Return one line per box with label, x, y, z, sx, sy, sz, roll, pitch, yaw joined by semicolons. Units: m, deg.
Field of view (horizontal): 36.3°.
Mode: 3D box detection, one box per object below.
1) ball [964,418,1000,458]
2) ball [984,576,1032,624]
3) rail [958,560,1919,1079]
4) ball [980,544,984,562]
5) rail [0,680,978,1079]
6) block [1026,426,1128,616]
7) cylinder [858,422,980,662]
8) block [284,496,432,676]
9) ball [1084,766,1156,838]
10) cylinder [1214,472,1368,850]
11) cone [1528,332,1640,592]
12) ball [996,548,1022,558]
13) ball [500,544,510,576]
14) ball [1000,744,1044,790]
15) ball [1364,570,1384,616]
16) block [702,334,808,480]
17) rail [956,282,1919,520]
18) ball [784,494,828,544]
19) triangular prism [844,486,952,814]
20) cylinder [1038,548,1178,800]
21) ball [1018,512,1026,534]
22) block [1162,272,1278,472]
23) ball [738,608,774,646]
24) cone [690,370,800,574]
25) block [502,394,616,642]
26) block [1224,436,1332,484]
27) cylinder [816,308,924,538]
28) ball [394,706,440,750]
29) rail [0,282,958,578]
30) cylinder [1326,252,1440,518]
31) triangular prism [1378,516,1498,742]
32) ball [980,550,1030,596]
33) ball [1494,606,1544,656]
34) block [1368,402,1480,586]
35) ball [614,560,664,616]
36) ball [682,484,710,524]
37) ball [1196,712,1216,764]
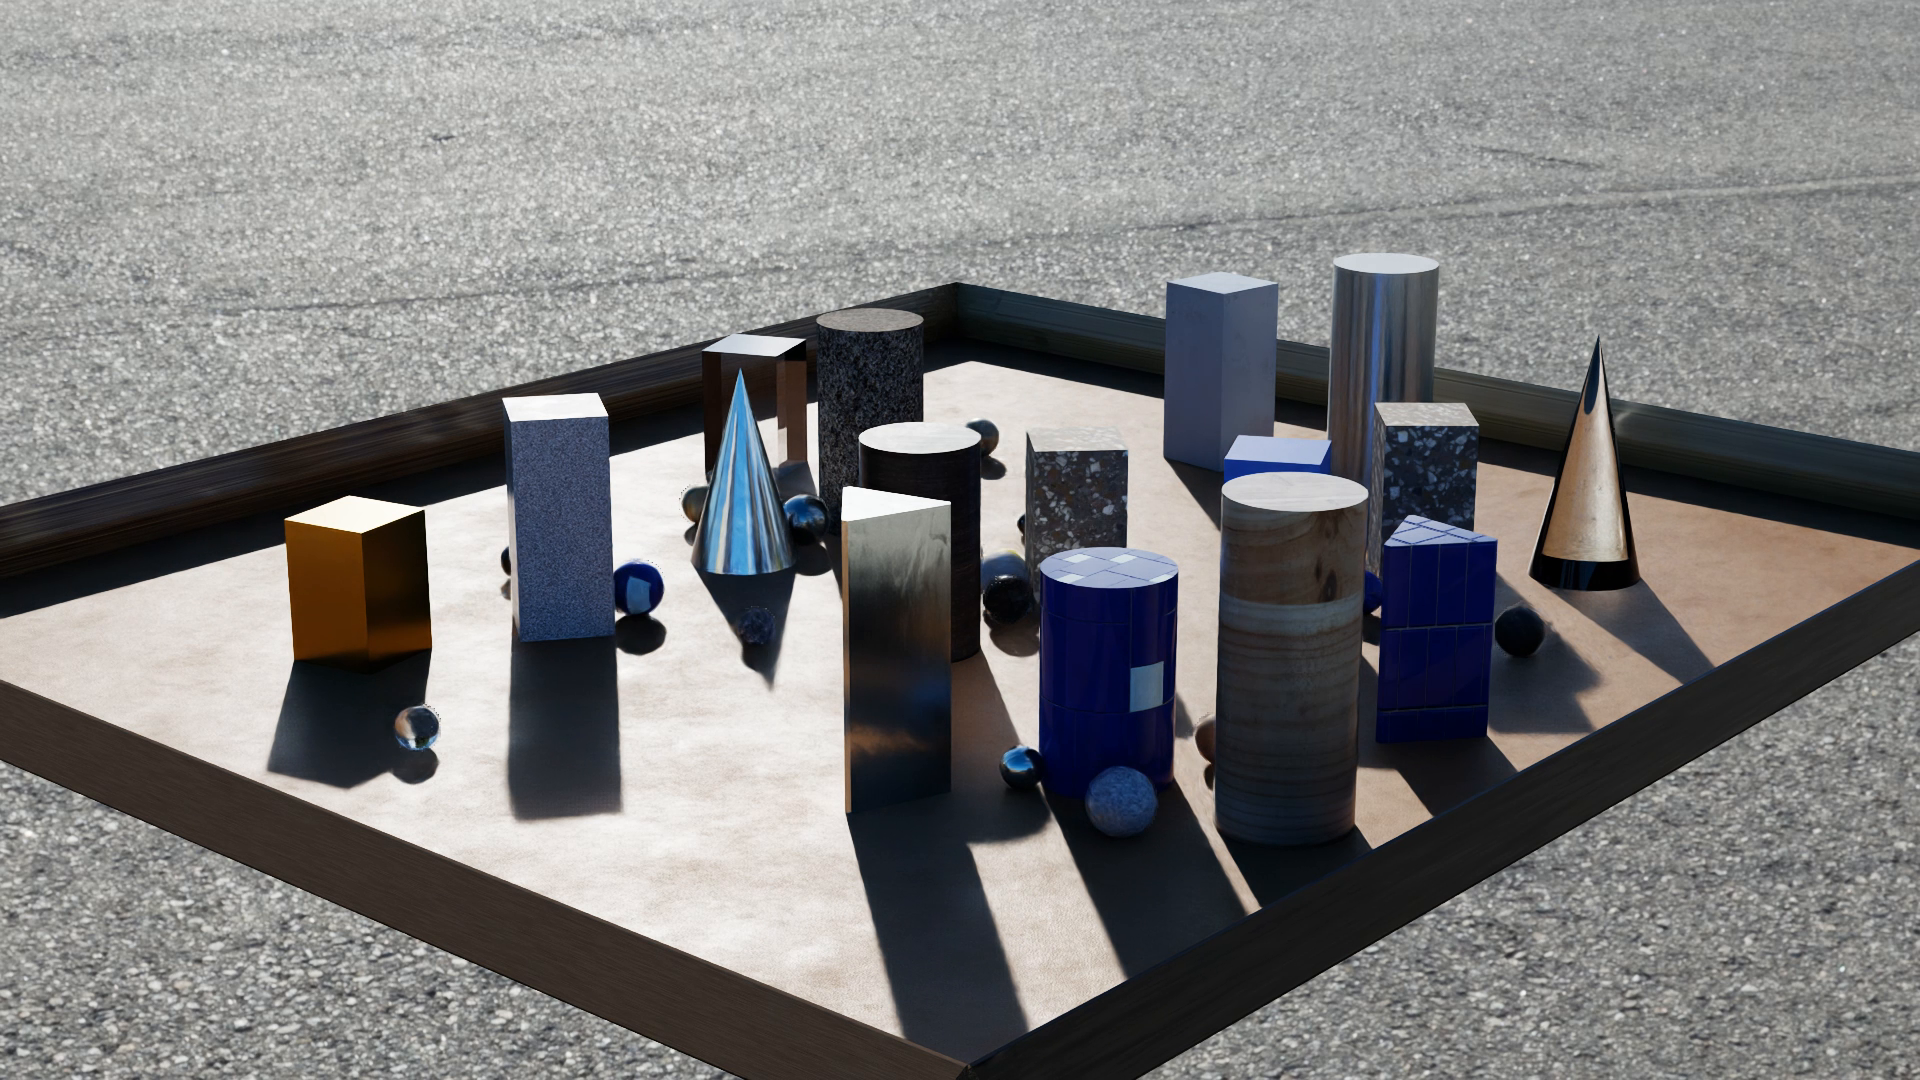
ball;0.040;-0.210;6.011;0.082;0.082;0.082;0;17;0
ball;0.081;0.101;4.977;0.082;0.082;0.082;0;17;0
rail;1.004;0.284;4.285;0.045;0.129;3.092;14;22;39
ball;0.005;0.027;5.234;0.076;0.076;0.076;0;17;0
rail;-0.998;0.364;4.019;2.708;0.129;0.045;14;22;39
block;0.200;-0.035;5.067;0.159;0.291;0.159;-1;17;-4
cylinder;-0.065;0.005;4.816;0.199;0.359;0.199;0;17;0
block;-0.983;0.073;4.798;0.159;0.240;0.159;9;19;28
ball;0.223;0.364;4.075;0.099;0.099;0.099;0;17;0
cylinder;0.456;0.166;4.063;0.199;0.485;0.199;0;17;0
cone;1.117;-0.150;5.187;0.199;0.442;0.199;0;17;0
ball;0.080;0.049;5.173;0.069;0.069;0.069;0;17;0
ball;-0.784;0.036;5.219;0.067;0.067;0.067;0;17;0
ball;0.089;0.329;4.251;0.064;0.064;0.064;0;17;0
ball;0.686;0.091;5.018;0.079;0.079;0.079;0;17;0
block;-0.412;-0.269;5.905;0.159;0.255;0.159;6;18;18
rail;0.998;-0.299;6.220;2.708;0.129;0.045;14;22;39
ball;-0.289;-0.038;5.420;0.093;0.093;0.093;0;17;0
triangular prism;-0.124;0.150;4.206;0.172;0.433;0.149;-10;19;-30
cylinder;0.214;0.193;4.255;0.199;0.322;0.199;0;17;0
ball;0.129;-0.030;5.479;0.043;0.043;0.043;0;17;0
block;0.529;-0.344;5.964;0.159;0.366;0.159;-14;22;-40
ball;-0.338;0.145;4.866;0.062;0.062;0.062;0;17;0
cone;-0.393;-0.138;5.292;0.199;0.358;0.199;0;17;0
block;-0.673;-0.039;4.926;0.159;0.380;0.159;-4;17;-13
block;0.535;-0.009;4.966;0.159;0.299;0.159;4;17;13
cylinder;-0.167;-0.219;5.495;0.199;0.396;0.199;0;17;0
ball;-0.815;0.282;4.401;0.068;0.068;0.068;0;17;0
rail;-1.004;-0.219;5.955;0.045;0.129;3.092;14;22;39
cylinder;0.806;-0.297;5.617;0.199;0.475;0.199;0;17;0
triangular prism;0.705;0.132;4.476;0.172;0.312;0.149;-3;17;-9
ball;0.075;0.065;5.077;0.093;0.093;0.093;0;17;0
ball;0.919;0.150;4.815;0.081;0.081;0.081;0;17;0
block;0.809;-0.068;5.134;0.159;0.315;0.159;0;17;1
ball;-0.553;0.083;5.013;0.096;0.096;0.096;0;17;0
ball;-0.487;-0.068;5.544;0.079;0.079;0.079;0;17;0
ball;0.388;0.294;4.342;0.079;0.079;0.079;0;17;0
